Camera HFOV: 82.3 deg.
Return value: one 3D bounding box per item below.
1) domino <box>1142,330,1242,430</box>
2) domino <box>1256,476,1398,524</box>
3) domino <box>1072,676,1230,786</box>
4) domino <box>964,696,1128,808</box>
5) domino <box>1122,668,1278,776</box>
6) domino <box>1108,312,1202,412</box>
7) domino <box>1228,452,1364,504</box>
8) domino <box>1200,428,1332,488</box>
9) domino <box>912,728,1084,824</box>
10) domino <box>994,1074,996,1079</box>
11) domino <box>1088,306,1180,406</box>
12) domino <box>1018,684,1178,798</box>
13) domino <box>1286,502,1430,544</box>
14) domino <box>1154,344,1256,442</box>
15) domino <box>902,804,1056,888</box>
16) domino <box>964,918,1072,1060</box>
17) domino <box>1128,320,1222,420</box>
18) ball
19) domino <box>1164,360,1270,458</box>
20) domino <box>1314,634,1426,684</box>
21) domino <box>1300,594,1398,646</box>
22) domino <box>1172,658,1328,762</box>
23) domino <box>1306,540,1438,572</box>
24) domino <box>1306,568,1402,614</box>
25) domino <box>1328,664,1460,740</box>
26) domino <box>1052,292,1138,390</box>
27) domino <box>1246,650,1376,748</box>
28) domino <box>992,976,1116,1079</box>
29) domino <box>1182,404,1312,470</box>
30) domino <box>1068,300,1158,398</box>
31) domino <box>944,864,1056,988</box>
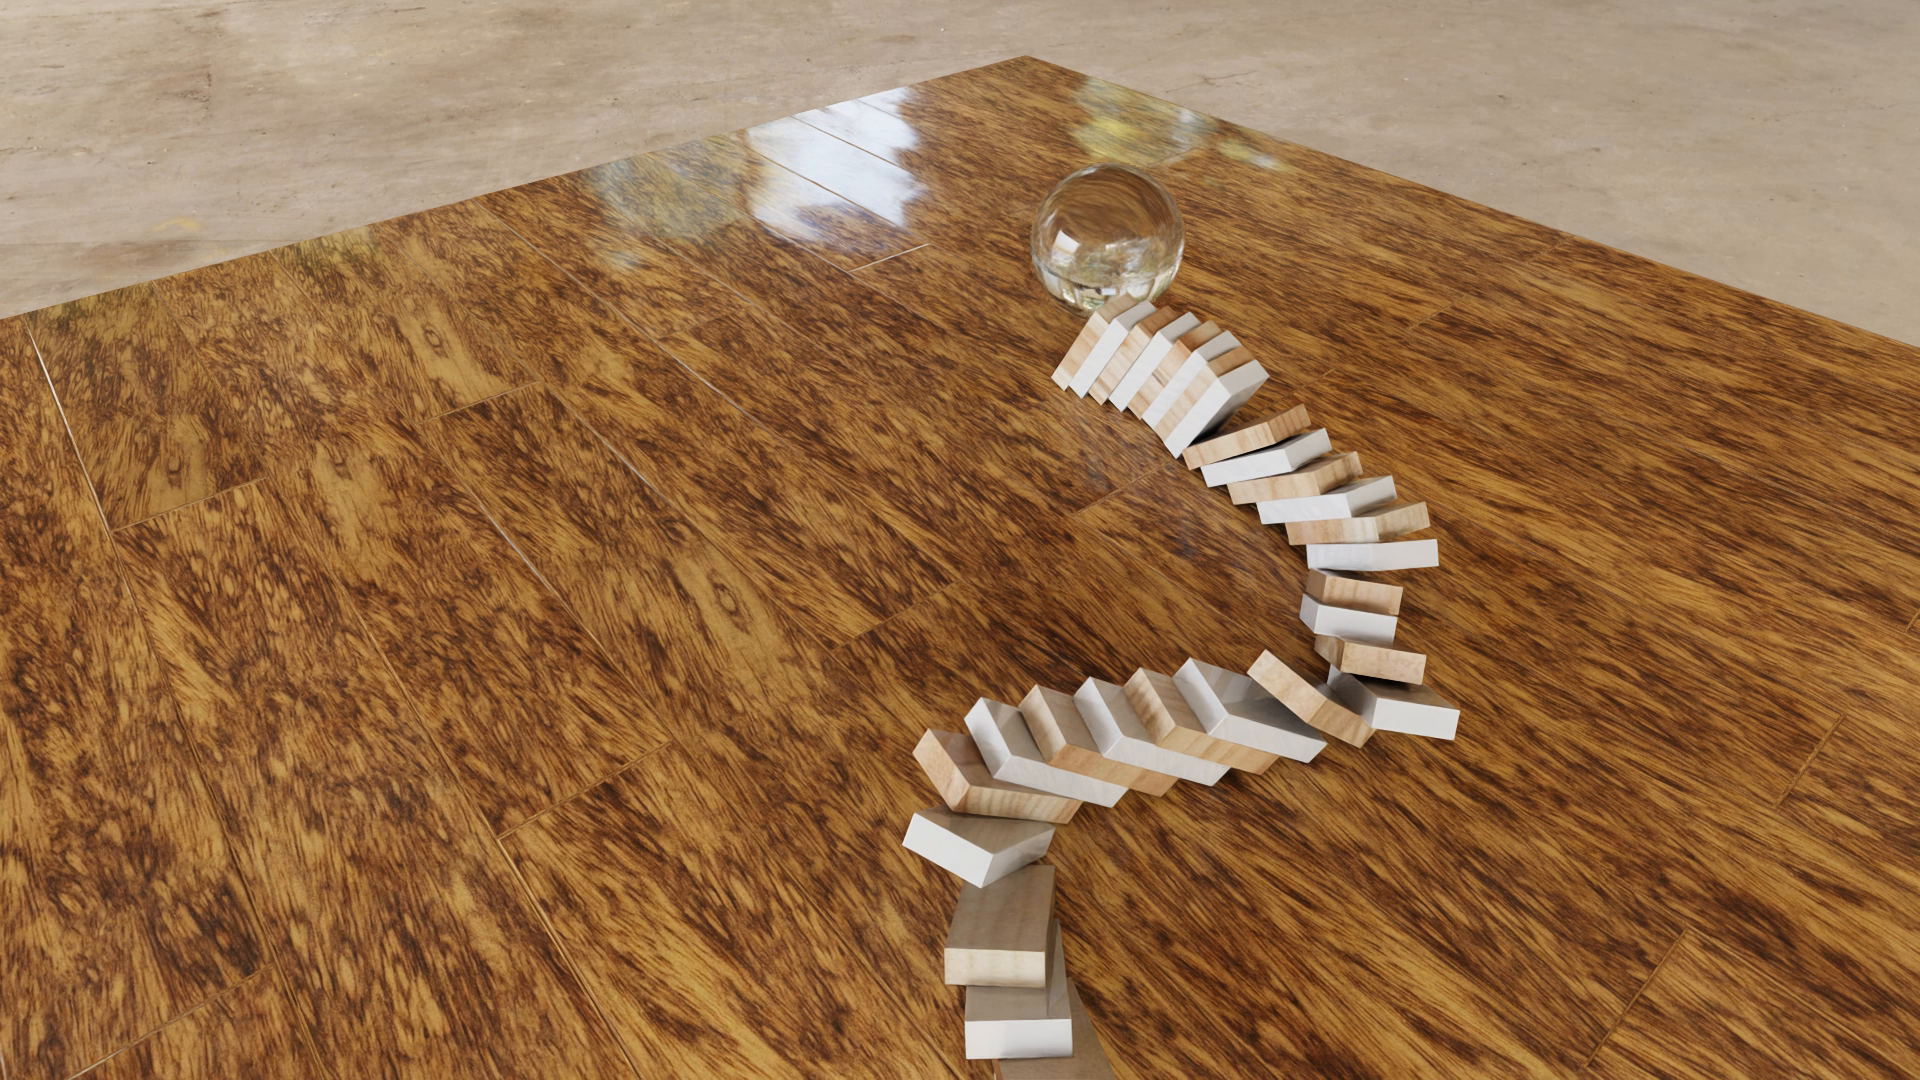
[{"bbox_3d":[0.105,-0.072,0.500,0.025,0.050,0.010,-33,77,-34],"label":"domino"},{"bbox_3d":[0.146,-0.016,0.440,0.025,0.010,0.050,-19,6,-24],"label":"domino"},{"bbox_3d":[0.061,0.061,0.348,0.050,0.010,0.025,21,27,-34],"label":"domino"},{"bbox_3d":[0.027,0.066,0.340,0.050,0.009,0.025,22,23,-34],"label":"domino"},{"bbox_3d":[0.077,0.058,0.351,0.050,0.010,0.025,20,28,-34],"label":"domino"},{"bbox_3d":[0.091,-0.083,0.513,0.025,0.050,0.010,-34,78,-35],"label":"domino"},{"bbox_3d":[0.137,-0.025,0.452,0.025,0.009,0.050,-23,8,-26],"label":"domino"},{"bbox_3d":[0.128,-0.034,0.462,0.025,0.009,0.050,-25,7,-28],"label":"domino"},{"bbox_3d":[0.012,0.072,0.333,0.050,0.010,0.025,19,20,-42],"label":"domino"},{"bbox_3d":[0.025,0.148,0.262,0.025,0.010,0.050,-6,40,-7],"label":"domino"},{"bbox_3d":[0.082,-0.086,0.518,0.025,0.050,0.009,-34,78,-35],"label":"domino"},{"bbox_3d":[0.044,0.063,0.344,0.050,0.009,0.025,22,26,-34],"label":"domino"},{"bbox_3d":[0.153,-0.006,0.428,0.025,0.010,0.050,-15,4,-22],"label":"domino"},{"bbox_3d":[0.109,-0.064,0.491,0.025,0.050,0.009,-28,74,-30],"label":"domino"},{"bbox_3d":[0.007,0.085,0.316,0.025,0.010,0.050,22,4,24],"label":"domino"},{"bbox_3d":[0.015,0.114,0.283,0.025,0.010,0.050,-2,8,2],"label":"domino"},{"bbox_3d":[0.099,-0.078,0.508,0.025,0.050,0.009,-33,77,-34],"label":"domino"},{"bbox_3d":[0.077,-0.156,0.578,0.080,0.080,0.080,0,39,0],"label":"ball"},{"bbox_3d":[0.112,-0.057,0.482,0.025,0.050,0.010,-27,74,-29],"label":"domino"},{"bbox_3d":[0.138,0.038,0.374,0.025,0.010,0.050,9,4,8],"label":"domino"},{"bbox_3d":[0.136,0.027,0.388,0.025,0.009,0.050,9,4,11],"label":"domino"},{"bbox_3d":[0.094,0.055,0.355,0.050,0.009,0.025,20,28,-34],"label":"domino"},{"bbox_3d":[0.154,0.005,0.413,0.025,0.010,0.050,-4,0,-8],"label":"domino"},{"bbox_3d":[0.142,0.018,0.399,0.025,0.009,0.050,9,4,11],"label":"domino"},{"bbox_3d":[0.140,0.051,0.360,0.025,0.010,0.050,8,8,2],"label":"domino"},{"bbox_3d":[0.065,-0.095,0.528,0.025,0.050,0.009,-34,78,-34],"label":"domino"},{"bbox_3d":[0.114,0.052,0.355,0.050,0.009,0.025,26,13,-49],"label":"domino"},{"bbox_3d":[0.021,0.126,0.268,0.025,0.010,0.050,-6,7,-7],"label":"domino"},{"bbox_3d":[0.122,-0.044,0.472,0.025,0.009,0.050,-26,5,-33],"label":"domino"},{"bbox_3d":[0.073,-0.090,0.523,0.025,0.050,0.010,-34,78,-34],"label":"domino"},{"bbox_3d":[0.012,0.103,0.297,0.025,0.010,0.050,-1,8,8],"label":"domino"}]
